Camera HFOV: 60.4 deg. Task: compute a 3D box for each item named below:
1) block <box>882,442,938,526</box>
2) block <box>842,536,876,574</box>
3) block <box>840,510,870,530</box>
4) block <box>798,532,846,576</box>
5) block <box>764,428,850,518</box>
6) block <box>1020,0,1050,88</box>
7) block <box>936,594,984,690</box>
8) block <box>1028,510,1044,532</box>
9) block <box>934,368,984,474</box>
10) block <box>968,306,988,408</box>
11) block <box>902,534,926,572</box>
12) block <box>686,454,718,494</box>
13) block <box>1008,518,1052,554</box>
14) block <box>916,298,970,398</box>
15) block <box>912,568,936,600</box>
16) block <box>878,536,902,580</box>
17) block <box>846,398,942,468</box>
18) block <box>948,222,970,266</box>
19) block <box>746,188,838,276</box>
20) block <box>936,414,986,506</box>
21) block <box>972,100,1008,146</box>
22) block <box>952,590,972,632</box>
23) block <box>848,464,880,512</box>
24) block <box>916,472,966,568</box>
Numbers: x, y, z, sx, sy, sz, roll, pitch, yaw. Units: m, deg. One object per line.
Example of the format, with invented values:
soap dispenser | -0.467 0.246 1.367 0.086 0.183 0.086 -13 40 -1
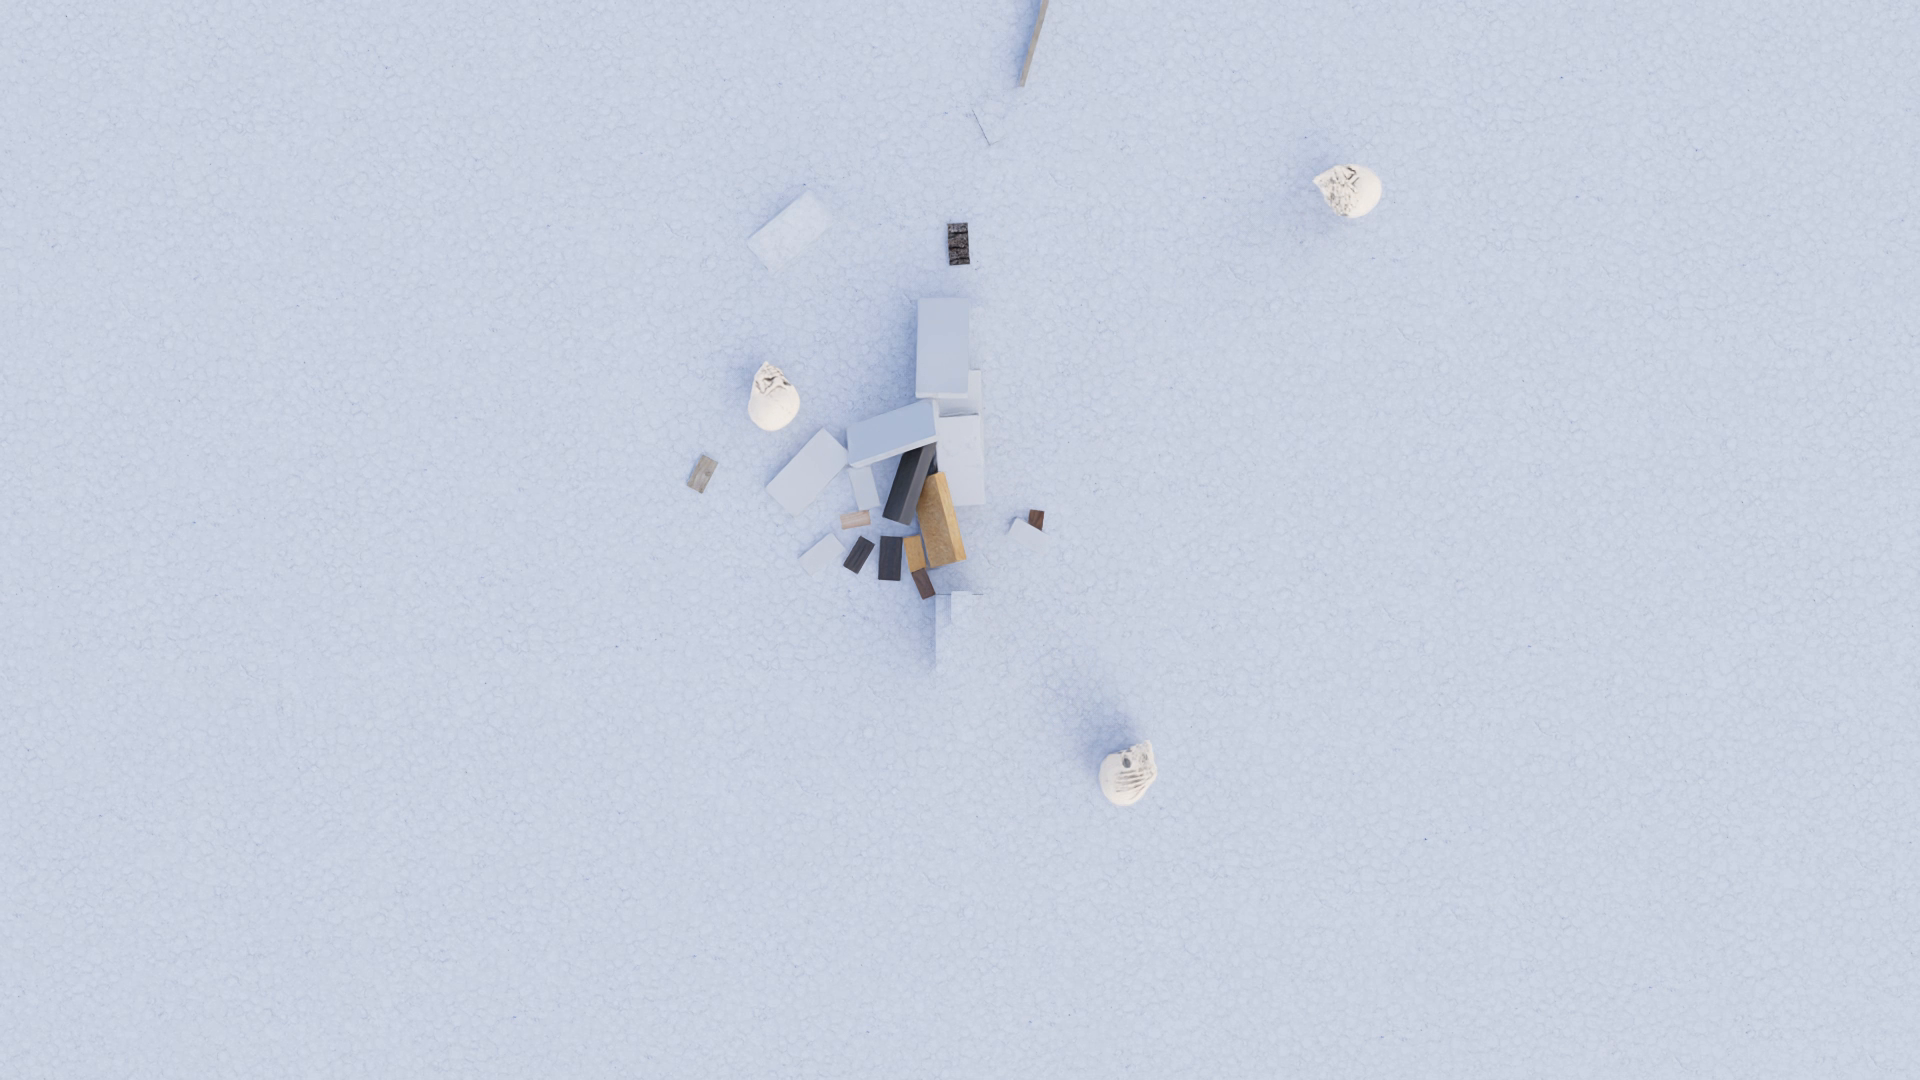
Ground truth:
block | -0.165 -0.201 5.424 0.042 0.148 0.295 18 90 -26
block | -0.336 0.050 5.492 0.058 0.016 0.116 31 90 0
block | -0.348 -0.067 5.493 0.097 0.014 0.049 -10 90 0
block | -0.461 0.048 5.490 0.147 0.021 0.073 -39 90 0
block | -0.501 -0.224 5.480 0.140 0.040 0.279 43 90 0
block | 0.255 -1.682 5.466 0.019 0.068 0.355 16 90 0
block | -0.001 0.321 5.179 0.150 0.042 0.300 0 90 0
block | 0.251 -0.051 5.493 0.049 0.014 0.097 8 90 0
block | -0.010 -0.390 5.439 0.168 0.048 0.336 -3 103 1
block | 0.003 -0.606 5.476 0.168 0.048 0.336 1 90 0
block | -0.150 0.045 5.492 0.058 0.016 0.116 -12 90 0
block | -0.857 -0.219 5.492 0.058 0.016 0.116 28 90 0
block | 0.232 -0.012 5.477 0.135 0.019 0.068 29 90 0
block | -0.055 -0.626 5.380 0.168 0.048 0.336 1 73 2
block | -0.121 0.145 5.484 0.049 0.014 0.097 -23 99 2
block | -0.231 0.061 5.490 0.073 0.021 0.147 3 90 0
block | -0.218 -0.349 5.392 0.325 0.040 0.140 -17 65 23
block | -0.005 -0.985 5.490 0.068 0.019 0.136 -3 90 0
block | -0.560 -1.022 5.480 0.279 0.040 0.140 -40 90 0
block | 0.000 -0.262 5.422 0.148 0.042 0.295 -4 103 1
block | 0.100 -1.390 5.490 0.068 0.019 0.136 -26 90 0
block | 0.005 0.219 5.022 0.063 0.018 0.127 0 90 0
block | -0.318 -0.176 5.490 0.073 0.021 0.147 -15 90 0
block | -0.073 -0.064 5.429 0.042 0.148 0.295 -14 90 -37
